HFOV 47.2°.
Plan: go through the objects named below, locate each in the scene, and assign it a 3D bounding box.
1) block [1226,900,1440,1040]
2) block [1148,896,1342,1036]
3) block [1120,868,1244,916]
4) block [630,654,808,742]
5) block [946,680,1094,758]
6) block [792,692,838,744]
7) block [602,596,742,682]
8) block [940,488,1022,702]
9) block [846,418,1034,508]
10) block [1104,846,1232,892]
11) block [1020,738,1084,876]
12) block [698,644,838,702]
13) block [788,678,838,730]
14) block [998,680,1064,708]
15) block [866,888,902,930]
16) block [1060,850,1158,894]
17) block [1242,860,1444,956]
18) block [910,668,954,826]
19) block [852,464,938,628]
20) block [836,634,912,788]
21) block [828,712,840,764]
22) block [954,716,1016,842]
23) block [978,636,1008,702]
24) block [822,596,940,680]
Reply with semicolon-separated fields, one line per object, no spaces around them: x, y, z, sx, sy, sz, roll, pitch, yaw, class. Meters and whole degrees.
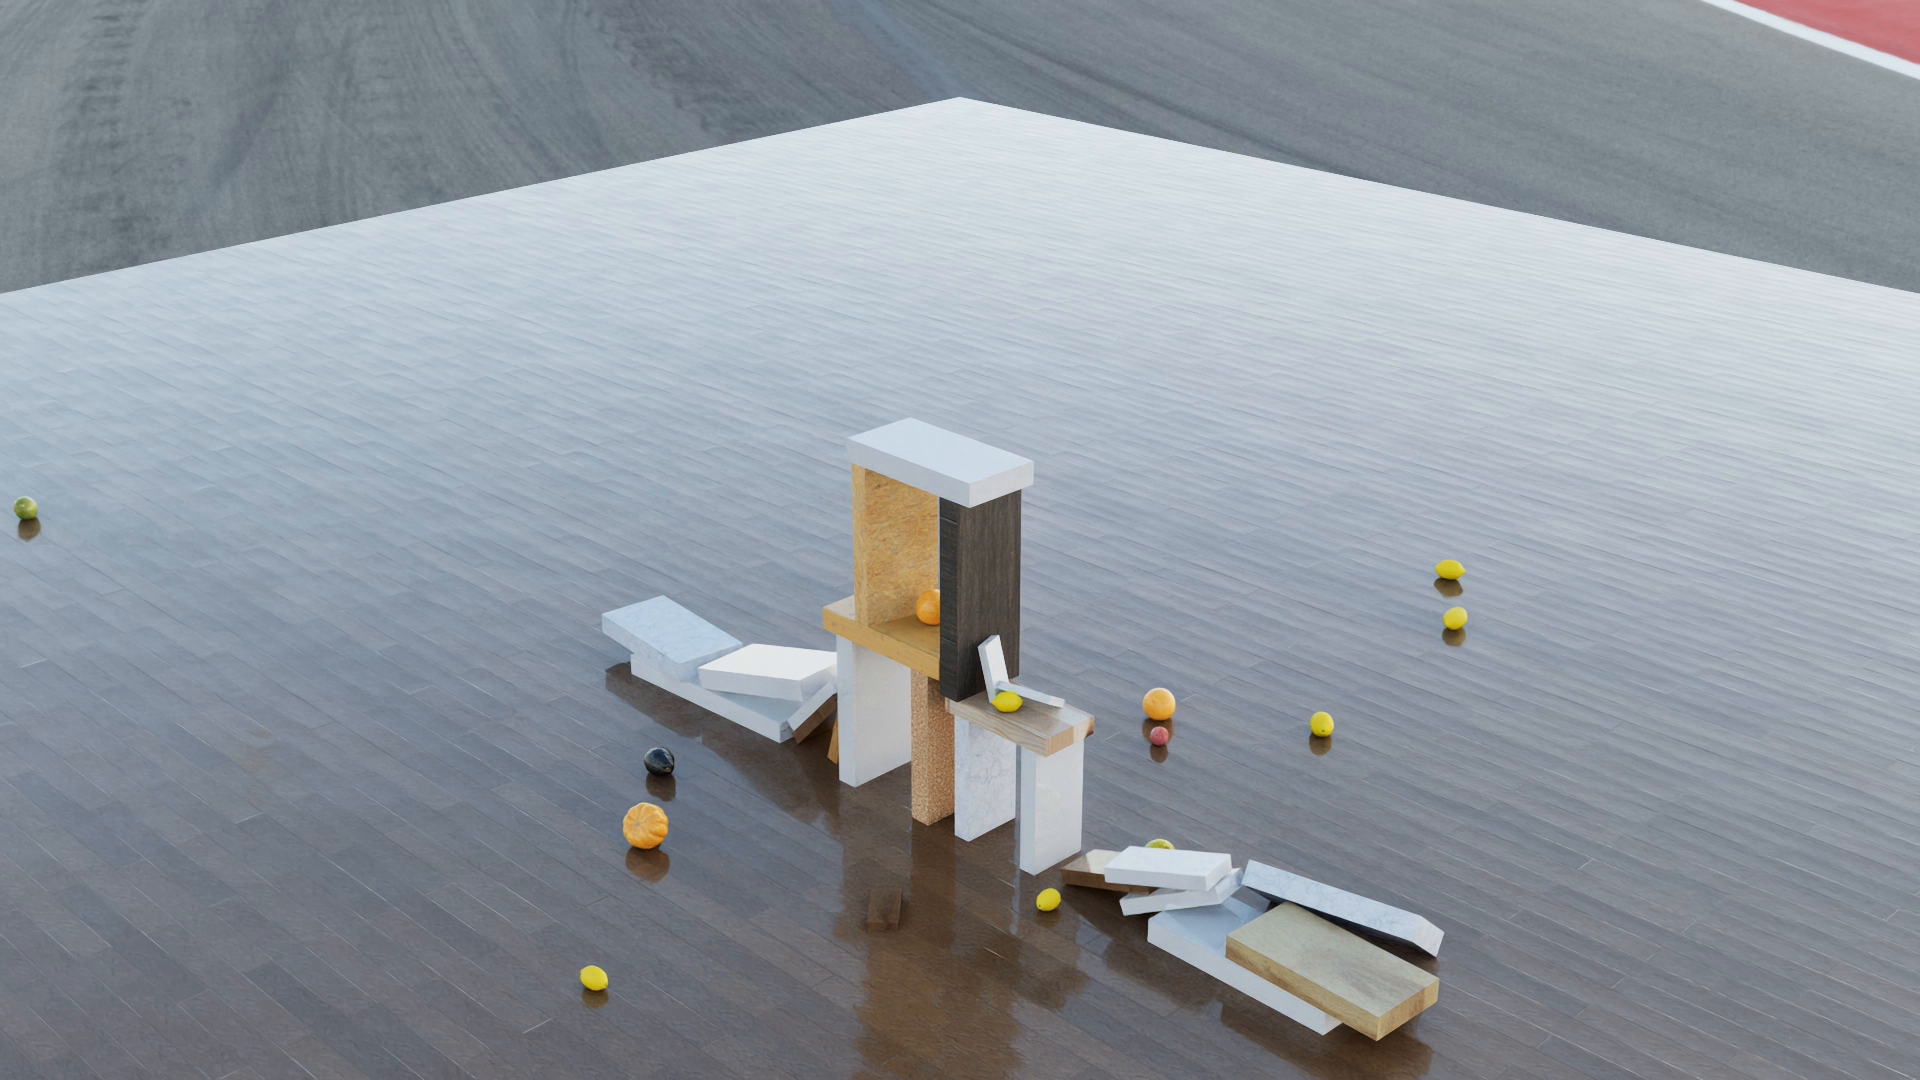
0.644;0.744;3.825;0.167;0.047;0.334;-20;30;-38;block
0.543;0.747;3.940;0.167;0.047;0.401;-21;30;-40;block
0.411;0.651;4.067;0.210;0.030;0.105;-14;5;36;block
-0.513;0.326;4.932;0.495;0.048;0.168;20;30;38;block
0.113;0.334;4.238;0.268;0.038;0.134;21;31;41;block
-0.273;0.367;4.689;0.098;0.196;0.028;-22;75;-41;block
-0.663;0.224;5.050;0.168;0.048;0.336;-18;29;-35;block
0.039;0.093;4.227;0.169;0.415;0.048;-20;30;-39;block
-0.040;-0.151;4.208;0.169;0.048;0.338;-21;31;-40;block
0.383;0.605;4.053;0.210;0.030;0.105;0;15;33;block
0.177;0.500;4.240;0.038;0.268;0.134;21;31;41;block
-0.399;0.287;4.802;0.336;0.048;0.168;3;19;44;block
-0.281;0.338;4.688;0.098;0.196;0.028;-23;76;-42;block
0.137;0.296;4.224;0.117;0.017;0.058;15;-2;32;block
-0.141;0.690;4.112;0.058;0.017;0.117;1;23;2;block
0.305;0.628;4.166;0.210;0.030;0.105;0;15;44;block
0.696;0.670;4.001;0.334;0.047;0.167;15;-12;31;block
-0.021;0.389;4.415;0.048;0.336;0.168;21;31;41;block
-0.128;-0.009;4.367;0.169;0.338;0.048;-15;27;-32;block
-0.175;0.328;4.558;0.048;0.336;0.168;21;31;40;block
-0.218;0.373;4.629;0.098;0.196;0.028;-22;47;-41;block
0.051;0.450;4.357;0.038;0.268;0.134;21;31;41;block
0.066;0.249;4.240;0.017;0.117;0.059;-2;19;30;block
-0.100;0.181;4.413;0.168;0.048;0.336;-21;31;-41;block
